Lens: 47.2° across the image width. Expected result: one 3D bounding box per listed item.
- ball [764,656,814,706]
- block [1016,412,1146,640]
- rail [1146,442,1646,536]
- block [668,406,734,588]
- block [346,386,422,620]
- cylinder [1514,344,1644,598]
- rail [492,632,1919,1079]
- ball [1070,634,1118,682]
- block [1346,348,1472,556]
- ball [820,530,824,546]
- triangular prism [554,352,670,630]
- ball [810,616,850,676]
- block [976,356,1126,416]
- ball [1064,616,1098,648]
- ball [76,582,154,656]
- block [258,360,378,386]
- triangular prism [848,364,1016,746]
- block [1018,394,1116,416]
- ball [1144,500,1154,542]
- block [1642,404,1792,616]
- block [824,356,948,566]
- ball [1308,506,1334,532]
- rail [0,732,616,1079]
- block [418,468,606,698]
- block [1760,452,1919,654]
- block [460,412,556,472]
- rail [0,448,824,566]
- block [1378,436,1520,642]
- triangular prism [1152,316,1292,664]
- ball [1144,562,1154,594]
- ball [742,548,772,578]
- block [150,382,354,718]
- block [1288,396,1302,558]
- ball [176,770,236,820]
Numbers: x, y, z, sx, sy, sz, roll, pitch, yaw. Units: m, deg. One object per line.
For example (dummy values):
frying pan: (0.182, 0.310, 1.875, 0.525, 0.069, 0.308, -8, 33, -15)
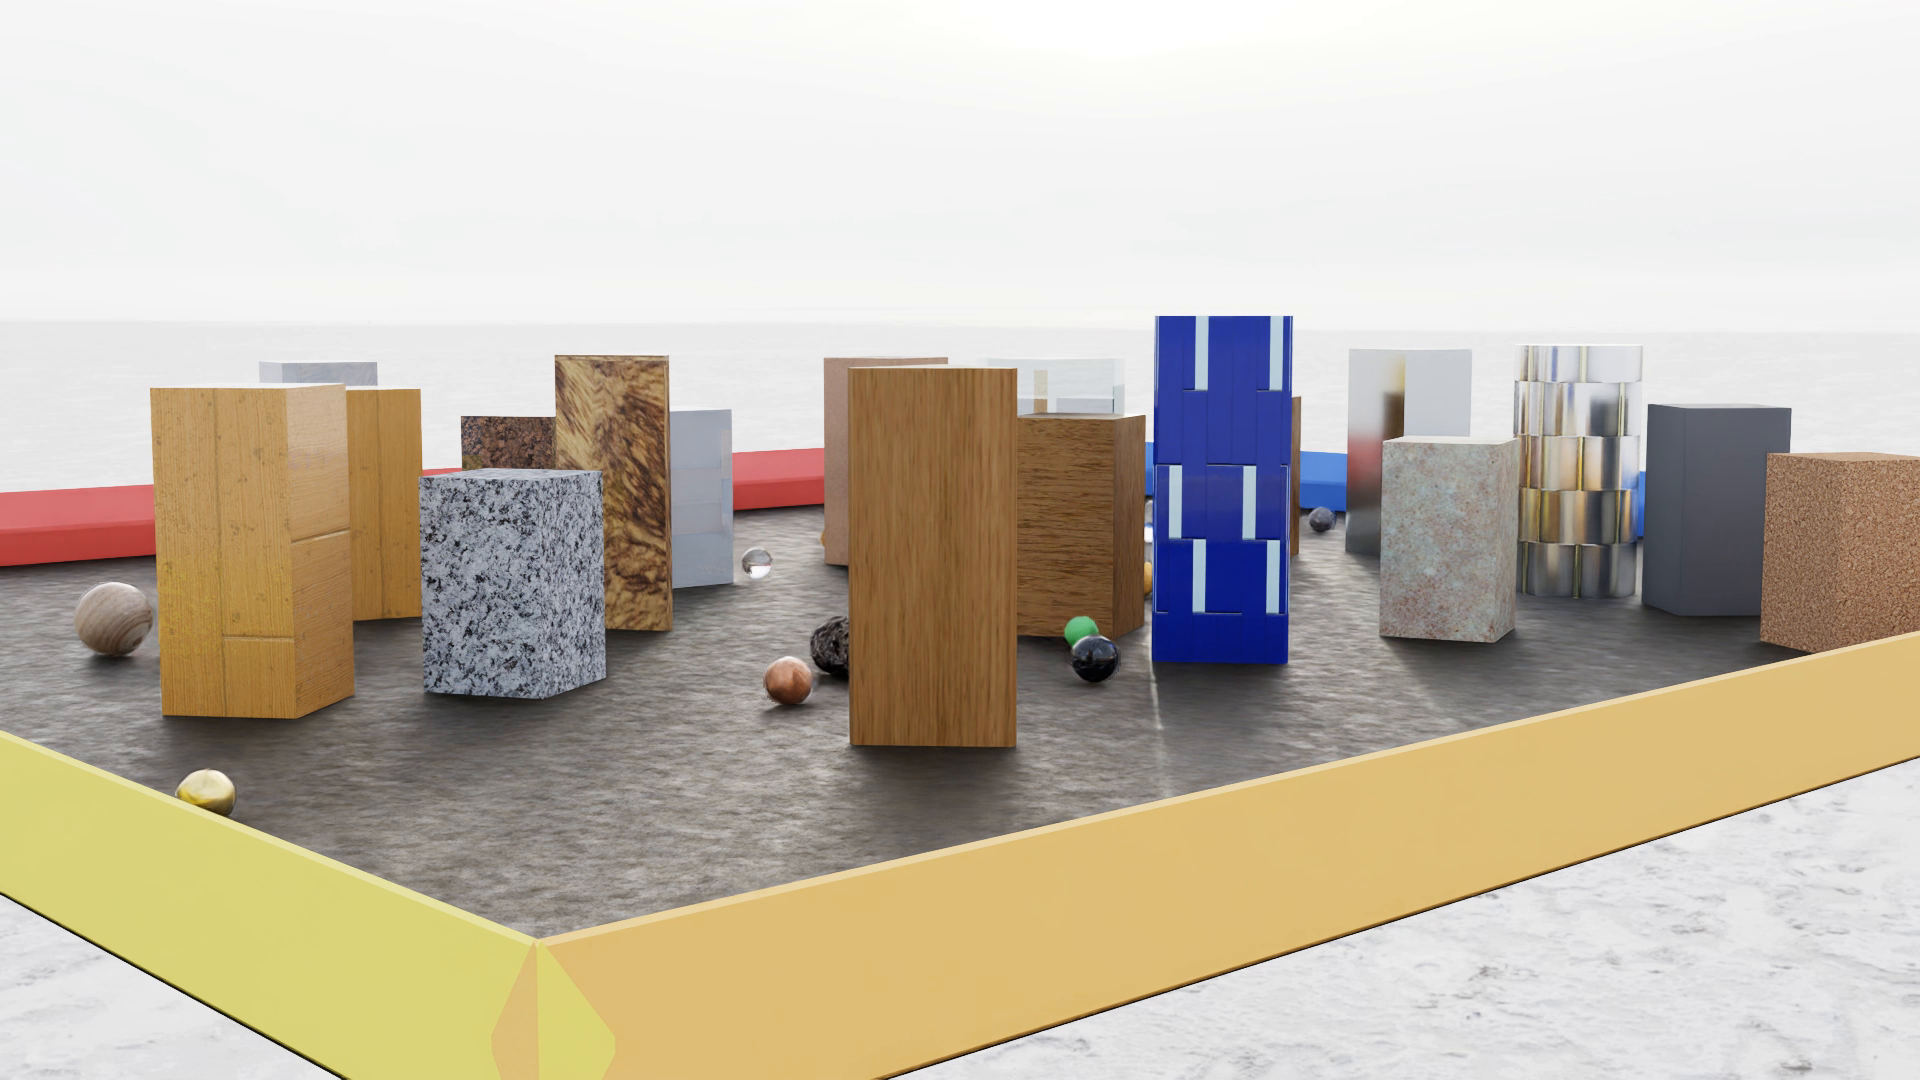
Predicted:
ball: (-0.193, 0.159, 2.482, 0.055, 0.055, 0.055, 0, 6, 0)
block: (0.161, -0.024, 3.058, 0.156, 0.298, 0.156, 2, 6, 20)
rail: (1.210, -0.083, 4.443, 0.045, 0.126, 2.993, -5, 8, -42)
block: (-0.480, -0.073, 3.593, 0.156, 0.284, 0.156, -5, 8, -39)
block: (-0.884, -0.057, 3.221, 0.156, 0.331, 0.156, -3, 7, -29)
cylinder: (0.974, -0.114, 3.481, 0.195, 0.389, 0.195, 0, 6, 0)
rail: (0.999, 0.146, 2.255, 3.341, 0.126, 0.045, -5, 8, -42)
ball: (0.161, 0.142, 2.634, 0.058, 0.058, 0.058, 0, 6, 0)
block: (0.819, -0.162, 4.018, 0.156, 0.373, 0.156, -3, 7, -29)
ball: (-0.239, -0.002, 4.081, 0.042, 0.042, 0.042, 0, 6, 0)
triangular prism: (-0.466, -0.073, 3.131, 0.169, 0.382, 0.146, 2, 6, 14)
ball: (-0.147, 0.129, 2.682, 0.072, 0.072, 0.072, 0, 6, 0)
block: (0.135, -0.085, 3.289, 0.156, 0.373, 0.156, -5, 8, -40)
ball: (0.160, 0.122, 2.887, 0.044, 0.044, 0.044, 0, 6, 0)
ball: (-1.091, 0.102, 2.838, 0.094, 0.094, 0.094, 0, 6, 0)
block: (-1.072, -0.120, 3.690, 0.156, 0.358, 0.156, -4, 7, -31)
triangular prism: (-0.022, 0.011, 2.308, 0.169, 0.386, 0.146, 0, 6, 4)
block: (0.219, -0.161, 4.509, 0.156, 0.270, 0.156, 3, 7, 24)
ball: (0.370, -0.036, 4.222, 0.080, 0.080, 0.080, 0, 6, 0)
block: (1.123, -0.049, 3.273, 0.156, 0.303, 0.156, 0, 6, -3)
block: (-0.129, -0.140, 3.868, 0.156, 0.361, 0.156, 4, 7, 35)
ball: (0.725, -0.041, 4.405, 0.051, 0.051, 0.051, 0, 6, 0)
rail: (-1.210, 0.149, 2.221, 0.045, 0.126, 2.993, -5, 8, -42)
block: (-0.528, 0.047, 2.607, 0.156, 0.251, 0.156, 2, 6, 18)
block: (1.176, 0.016, 2.901, 0.156, 0.253, 0.156, -2, 6, -15)
block: (-0.715, -0.071, 3.627, 0.156, 0.274, 0.156, 1, 6, 11)
rail: (-0.999, -0.080, 4.408, 3.341, 0.126, 0.045, -5, 8, -42)
block: (0.677, -0.005, 3.037, 0.156, 0.266, 0.156, 3, 7, 24)
triangular prism: (0.338, -0.070, 2.837, 0.169, 0.437, 0.146, 1, 6, 7)
ball: (0.288, 0.060, 3.442, 0.051, 0.051, 0.051, 0, 6, 0)
ball: (-0.337, 0.038, 3.651, 0.052, 0.052, 0.052, 0, 6, 0)
block: (-0.791, 0.007, 2.471, 0.156, 0.360, 0.156, 1, 6, 8)
block: (0.519, -0.114, 3.972, 0.156, 0.288, 0.156, 2, 6, 23)
ball: (-0.652, 0.223, 1.900, 0.049, 0.049, 0.049, 0, 6, 0)
